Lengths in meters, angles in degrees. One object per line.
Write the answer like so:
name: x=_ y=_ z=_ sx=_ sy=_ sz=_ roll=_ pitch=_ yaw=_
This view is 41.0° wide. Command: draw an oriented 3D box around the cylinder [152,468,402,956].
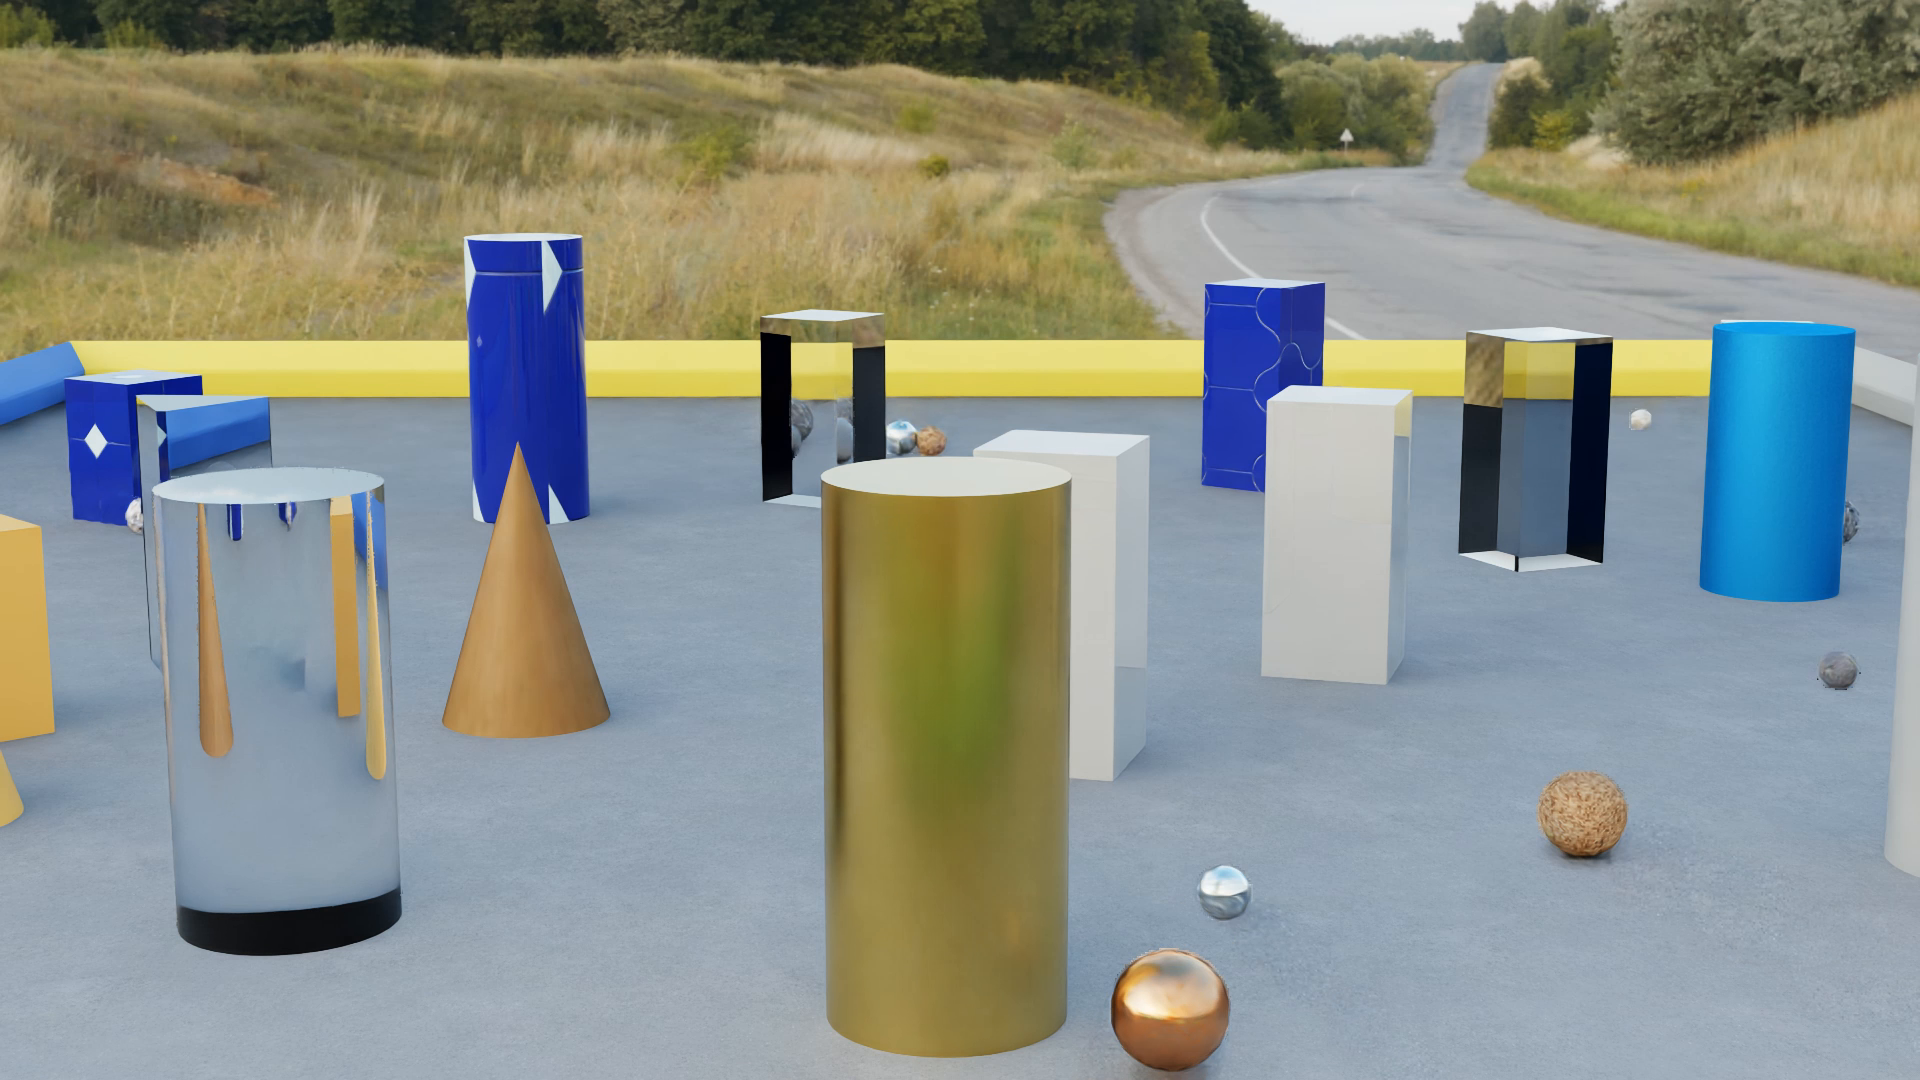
cylinder: x=-0.576 y=0.140 z=2.173 sx=0.187 sy=0.378 sz=0.187 roll=0 pitch=11 yaw=0

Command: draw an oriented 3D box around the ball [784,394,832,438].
ball: x=-0.296 y=-0.237 z=4.972 sx=0.093 sy=0.093 sz=0.093 roll=0 pitch=11 yaw=0

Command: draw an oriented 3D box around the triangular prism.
triangular prism: x=-0.938 y=-0.008 z=3.102 sx=0.141 sy=0.328 sz=0.162 roll=7 pitch=13 yaw=33

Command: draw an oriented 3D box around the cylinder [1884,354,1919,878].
cylinder: x=0.950 y=0.068 z=2.320 sx=0.187 sy=0.466 sz=0.187 roll=0 pitch=11 yaw=0

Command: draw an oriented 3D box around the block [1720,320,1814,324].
block: x=1.366 y=-0.220 z=4.346 sx=0.150 sy=0.289 sz=0.150 roll=2 pitch=11 yaw=10

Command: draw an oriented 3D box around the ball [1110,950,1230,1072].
ball: x=0.154 y=0.344 z=1.875 sx=0.088 sy=0.088 sz=0.088 roll=0 pitch=11 yaw=0

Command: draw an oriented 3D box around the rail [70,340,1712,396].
rail: x=-0.013 y=-0.373 z=5.615 sx=3.875 sy=0.122 sz=0.045 roll=0 pitch=11 yaw=0

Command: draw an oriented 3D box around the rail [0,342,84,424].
rail: x=-1.914 y=0.033 z=3.439 sx=0.045 sy=0.122 sz=4.454 roll=0 pitch=11 yaw=0

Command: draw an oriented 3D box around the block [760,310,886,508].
block: x=-0.228 y=-0.221 z=4.294 sx=0.150 sy=0.310 sz=0.150 roll=6 pitch=12 yaw=30

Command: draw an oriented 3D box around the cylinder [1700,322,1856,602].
cylinder: x=1.132 y=-0.112 z=3.559 sx=0.187 sy=0.365 sz=0.187 roll=0 pitch=11 yaw=0

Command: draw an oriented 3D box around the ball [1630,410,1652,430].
ball: x=1.360 y=-0.239 z=5.121 sx=0.042 sy=0.042 sz=0.042 roll=0 pitch=11 yaw=0

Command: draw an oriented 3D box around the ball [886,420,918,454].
ball: x=-0.111 y=-0.192 z=4.806 sx=0.064 sy=0.064 sz=0.064 roll=0 pitch=11 yaw=0

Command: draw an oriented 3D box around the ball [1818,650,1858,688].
ball: x=1.033 y=0.152 z=3.017 sx=0.044 sy=0.044 sz=0.044 roll=0 pitch=11 yaw=0

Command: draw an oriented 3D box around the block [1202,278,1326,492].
block: x=0.526 y=-0.270 z=4.448 sx=0.150 sy=0.350 sz=0.150 roll=8 pitch=13 yaw=37

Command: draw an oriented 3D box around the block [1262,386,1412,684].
block: x=0.456 y=-0.010 z=3.097 sx=0.150 sy=0.333 sz=0.150 roll=3 pitch=11 yaw=17

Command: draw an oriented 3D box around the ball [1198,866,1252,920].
ball: x=0.227 y=0.303 z=2.205 sx=0.046 sy=0.046 sz=0.046 roll=0 pitch=11 yaw=0

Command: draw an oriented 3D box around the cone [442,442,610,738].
cone: x=-0.488 y=0.044 z=2.860 sx=0.187 sy=0.314 sz=0.187 roll=0 pitch=11 yaw=0

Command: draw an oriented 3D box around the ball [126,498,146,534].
ball: x=-1.271 y=-0.038 z=4.001 sx=0.057 sy=0.057 sz=0.057 roll=0 pitch=11 yaw=0

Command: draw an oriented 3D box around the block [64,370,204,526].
block: x=-1.328 y=-0.151 z=4.141 sx=0.150 sy=0.227 sz=0.150 roll=7 pitch=12 yaw=32

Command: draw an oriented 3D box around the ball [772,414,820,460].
ball: x=-0.302 y=-0.190 z=4.733 sx=0.087 sy=0.087 sz=0.087 roll=0 pitch=11 yaw=0

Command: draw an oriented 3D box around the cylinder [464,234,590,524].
cylinder: x=-0.696 y=-0.262 z=4.131 sx=0.187 sy=0.450 sz=0.187 roll=0 pitch=11 yaw=0

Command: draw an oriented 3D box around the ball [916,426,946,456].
ball: x=-0.053 y=-0.185 z=4.792 sx=0.056 sy=0.056 sz=0.056 roll=0 pitch=11 yaw=0

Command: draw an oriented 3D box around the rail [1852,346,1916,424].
rail: x=1.914 y=0.029 z=3.460 sx=0.045 sy=0.122 sz=4.454 roll=0 pitch=11 yaw=0

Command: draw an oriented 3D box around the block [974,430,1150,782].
block: x=0.107 y=0.065 z=2.690 sx=0.150 sy=0.337 sz=0.150 roll=3 pitch=11 yaw=17

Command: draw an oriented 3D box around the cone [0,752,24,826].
cone: x=-1.013 y=0.116 z=2.475 sx=0.187 sy=0.315 sz=0.187 roll=0 pitch=11 yaw=0

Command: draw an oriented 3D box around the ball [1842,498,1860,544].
ball: x=1.333 y=-0.030 z=3.912 sx=0.074 sy=0.074 sz=0.074 roll=0 pitch=11 yaw=0

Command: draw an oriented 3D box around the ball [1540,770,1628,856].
ball: x=0.578 y=0.254 z=2.379 sx=0.079 sy=0.079 sz=0.079 roll=0 pitch=11 yaw=0

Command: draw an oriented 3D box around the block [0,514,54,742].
block: x=-1.102 y=0.098 z=2.804 sx=0.150 sy=0.230 sz=0.150 roll=-10 pitch=14 yaw=-42

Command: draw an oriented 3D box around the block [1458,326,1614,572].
block: x=0.845 y=-0.136 z=3.773 sx=0.150 sy=0.335 sz=0.150 roll=-5 pitch=12 yaw=-24

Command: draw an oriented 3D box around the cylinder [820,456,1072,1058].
cylinder: x=-0.010 y=0.159 z=1.953 sx=0.187 sy=0.422 sz=0.187 roll=0 pitch=11 yaw=0
